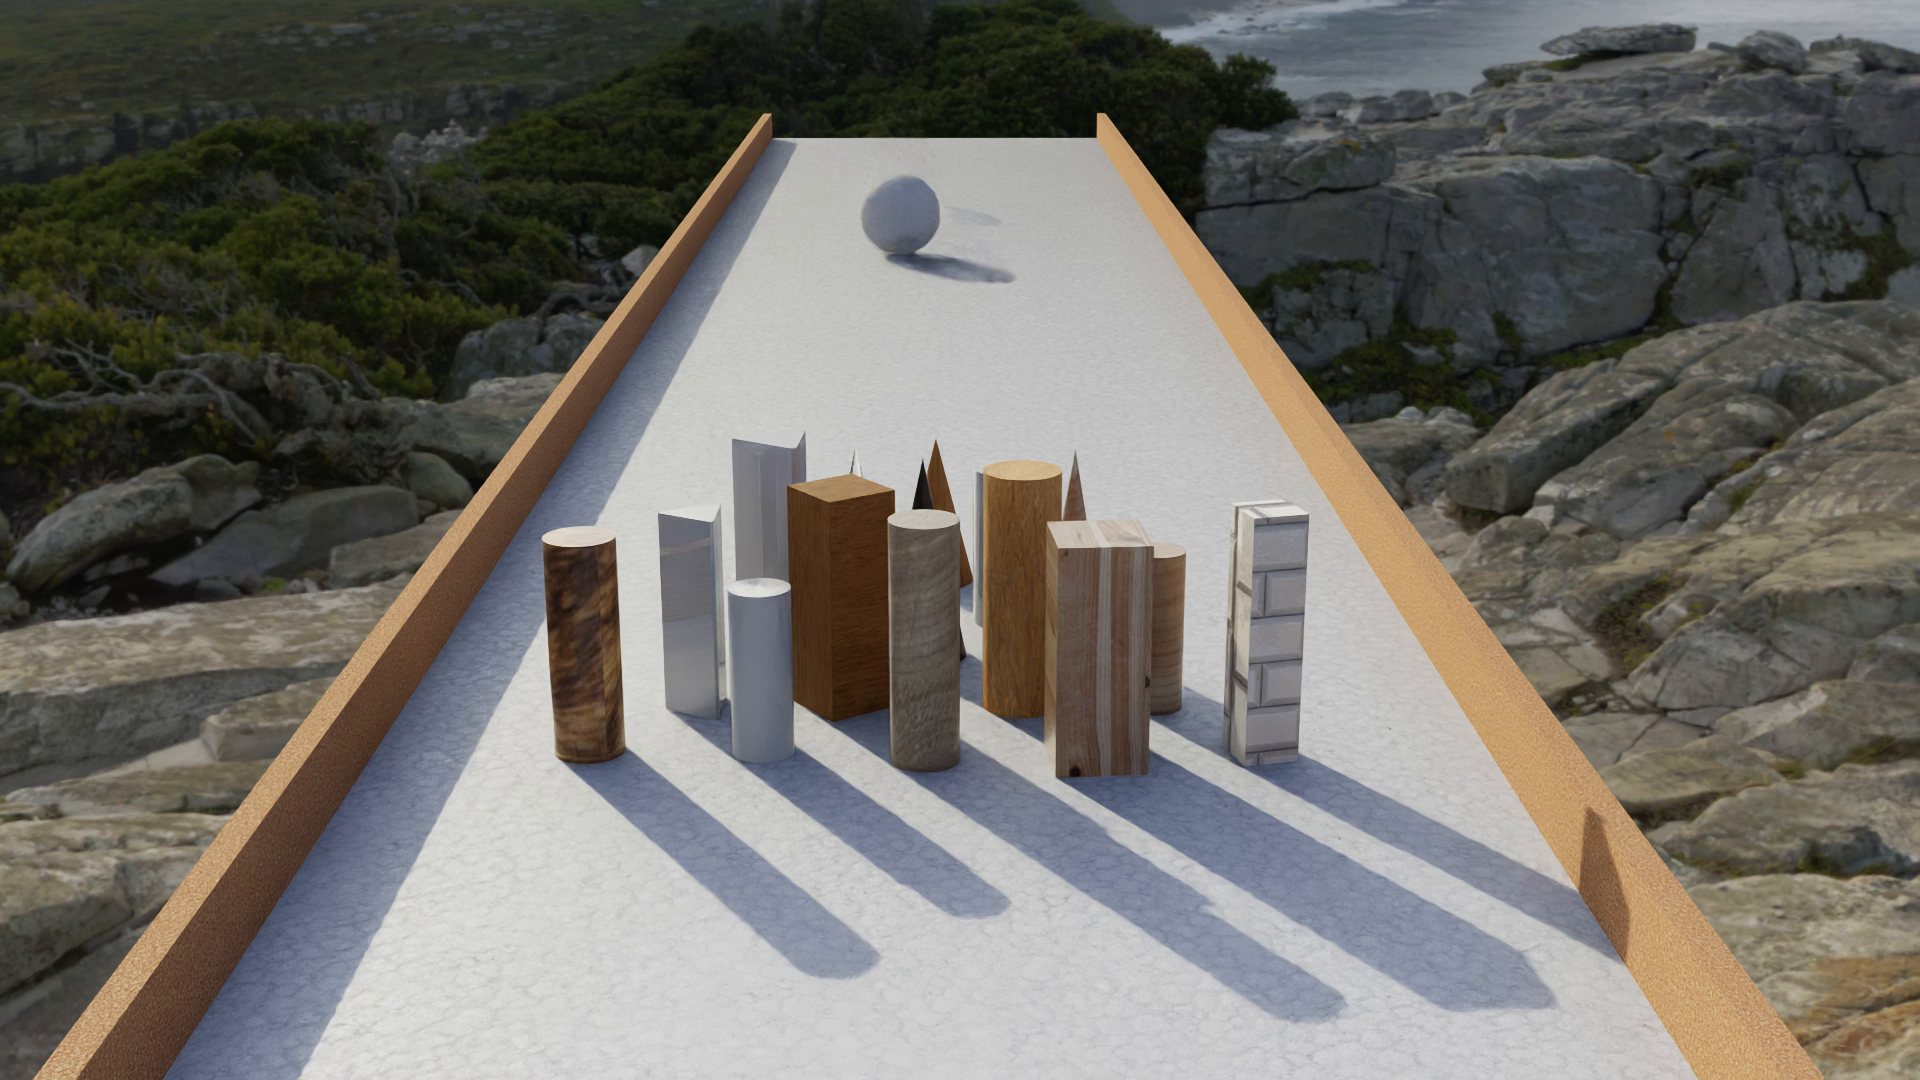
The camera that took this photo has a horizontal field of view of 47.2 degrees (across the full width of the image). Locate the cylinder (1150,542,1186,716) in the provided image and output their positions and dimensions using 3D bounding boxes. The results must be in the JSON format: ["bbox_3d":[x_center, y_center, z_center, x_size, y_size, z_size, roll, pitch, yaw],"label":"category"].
[{"bbox_3d":[0.369,0.166,4.126,0.101,0.309,0.101,0,17,0],"label":"cylinder"}]

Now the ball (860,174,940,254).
[{"bbox_3d":[-0.250,-1.370,9.240,0.339,0.339,0.339,0,17,0],"label":"ball"}]

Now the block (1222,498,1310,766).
[{"bbox_3d":[0.538,0.164,3.876,0.102,0.456,0.102,-5,17,-15],"label":"block"}]

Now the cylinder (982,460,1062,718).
[{"bbox_3d":[0.115,0.092,4.111,0.145,0.460,0.145,0,17,0],"label":"cylinder"}]

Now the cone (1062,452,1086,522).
[{"bbox_3d":[0.226,0.029,4.370,0.148,0.433,0.148,0,17,0],"label":"cone"}]

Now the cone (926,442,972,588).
[{"bbox_3d":[-0.053,-0.069,4.885,0.166,0.327,0.166,0,17,0],"label":"cone"}]

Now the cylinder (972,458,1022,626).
[{"bbox_3d":[0.103,0.009,4.613,0.153,0.333,0.153,0,17,0],"label":"cylinder"}]

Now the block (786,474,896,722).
[{"bbox_3d":[-0.220,0.107,4.124,0.144,0.424,0.144,-12,20,-34],"label":"block"}]

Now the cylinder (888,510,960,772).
[{"bbox_3d":[-0.063,0.177,3.851,0.125,0.445,0.125,0,17,0],"label":"cylinder"}]

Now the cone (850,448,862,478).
[{"bbox_3d":[-0.216,-0.015,4.608,0.153,0.381,0.153,0,17,0],"label":"cone"}]

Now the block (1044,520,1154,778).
[{"bbox_3d":[0.241,0.189,3.859,0.164,0.418,0.164,-1,17,-5],"label":"block"}]

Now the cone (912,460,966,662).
[{"bbox_3d":[-0.074,0.035,4.390,0.173,0.410,0.173,0,17,0],"label":"cone"}]

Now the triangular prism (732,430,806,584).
[{"bbox_3d":[-0.346,0.014,4.380,0.154,0.455,0.133,11,20,32],"label":"triangular prism"}]

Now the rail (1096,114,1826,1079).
[{"bbox_3d":[0.932,-0.844,7.801,0.050,0.150,12.000,0,17,-1],"label":"rail"}]

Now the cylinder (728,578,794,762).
[{"bbox_3d":[-0.353,0.231,3.907,0.112,0.309,0.112,0,17,0],"label":"cylinder"}]

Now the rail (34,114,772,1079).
[{"bbox_3d":[-1.118,-0.838,7.780,0.050,0.150,12.000,0,17,-1],"label":"rail"}]

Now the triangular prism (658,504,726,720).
[{"bbox_3d":[-0.476,0.129,4.117,0.123,0.385,0.107,10,19,29],"label":"triangular prism"}]

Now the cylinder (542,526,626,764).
[{"bbox_3d":[-0.665,0.186,3.897,0.128,0.401,0.128,0,17,0],"label":"cylinder"}]
